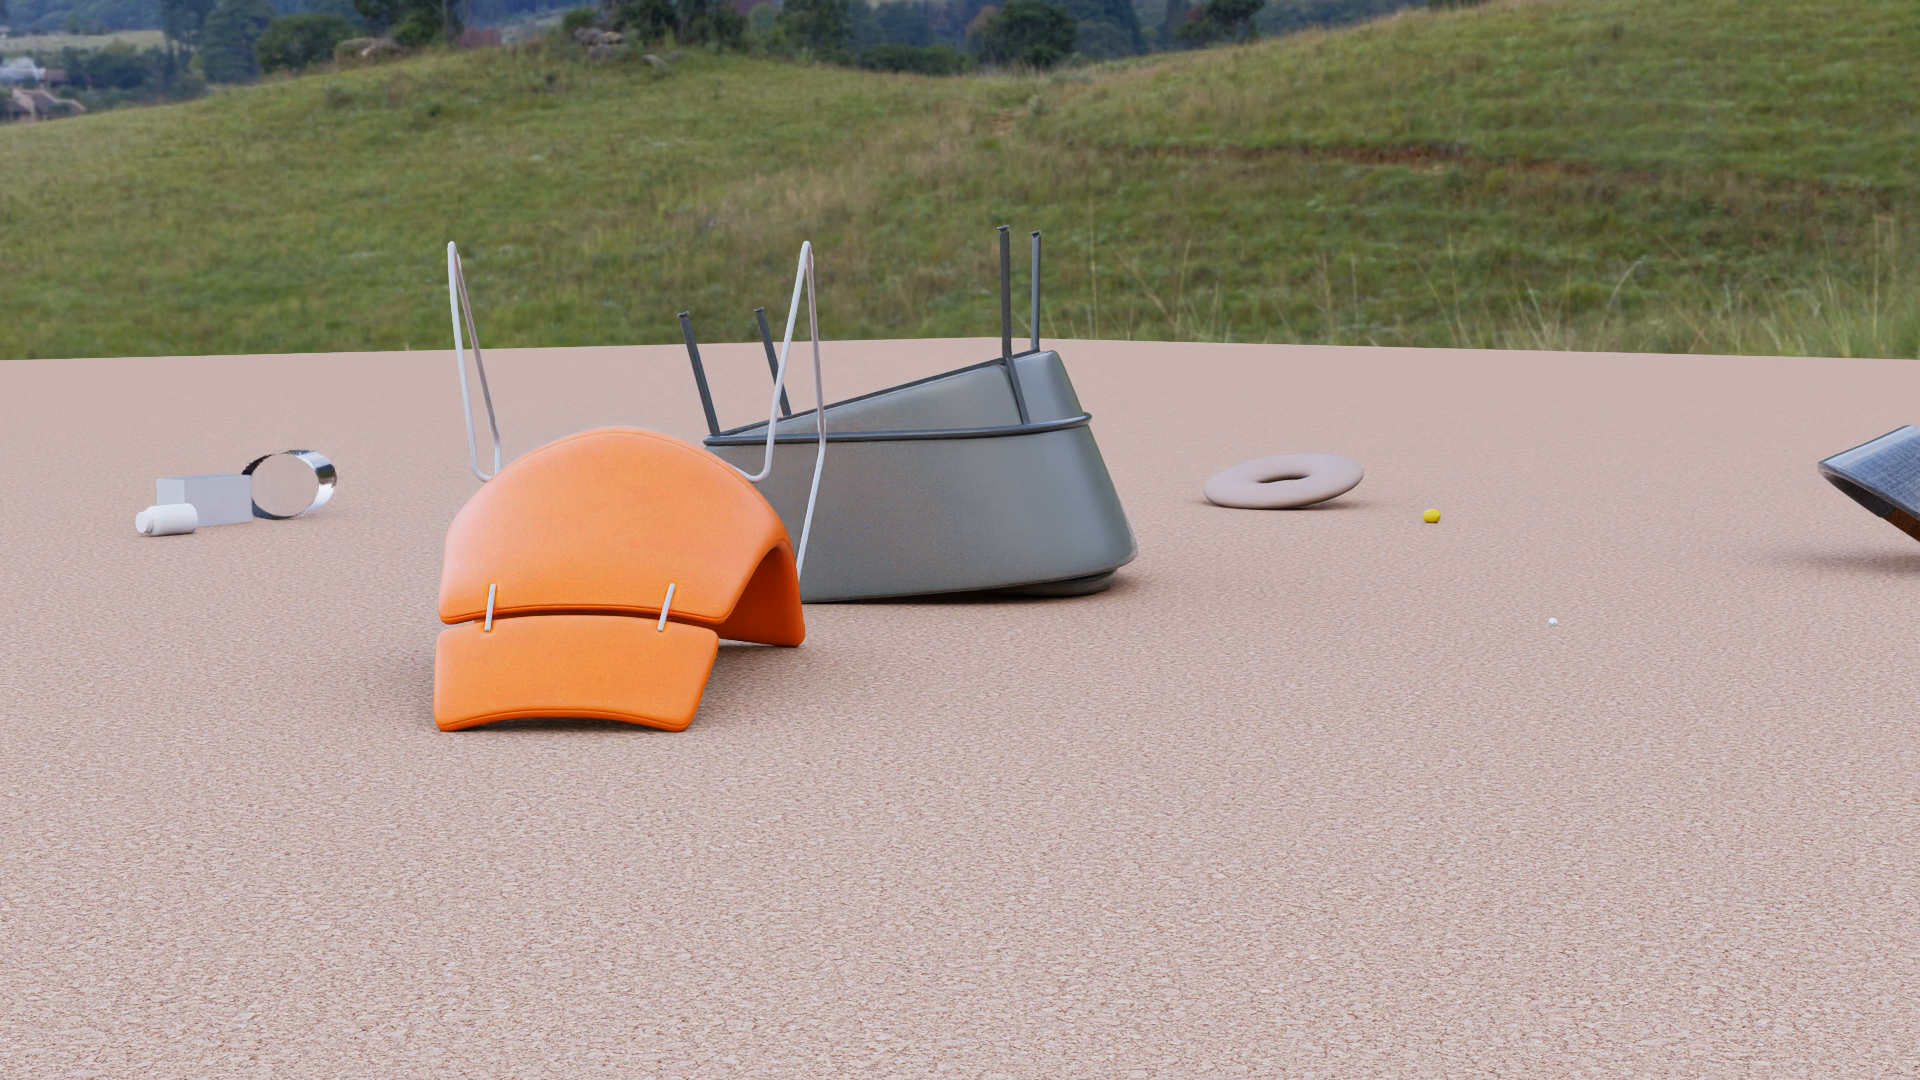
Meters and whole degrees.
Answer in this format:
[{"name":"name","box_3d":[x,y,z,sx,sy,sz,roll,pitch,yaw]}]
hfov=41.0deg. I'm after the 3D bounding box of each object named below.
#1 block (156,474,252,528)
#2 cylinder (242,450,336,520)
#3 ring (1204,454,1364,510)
[{"name":"block","box_3d":[-2.012,-0.106,6.834,0.114,0.124,0.218,4,7,35]},{"name":"cylinder","box_3d":[-1.839,-0.152,7.011,0.226,0.177,0.179,-13,5,4]},{"name":"ring","box_3d":[0.933,-0.169,7.403,0.466,0.066,0.436,-1,18,28]}]
